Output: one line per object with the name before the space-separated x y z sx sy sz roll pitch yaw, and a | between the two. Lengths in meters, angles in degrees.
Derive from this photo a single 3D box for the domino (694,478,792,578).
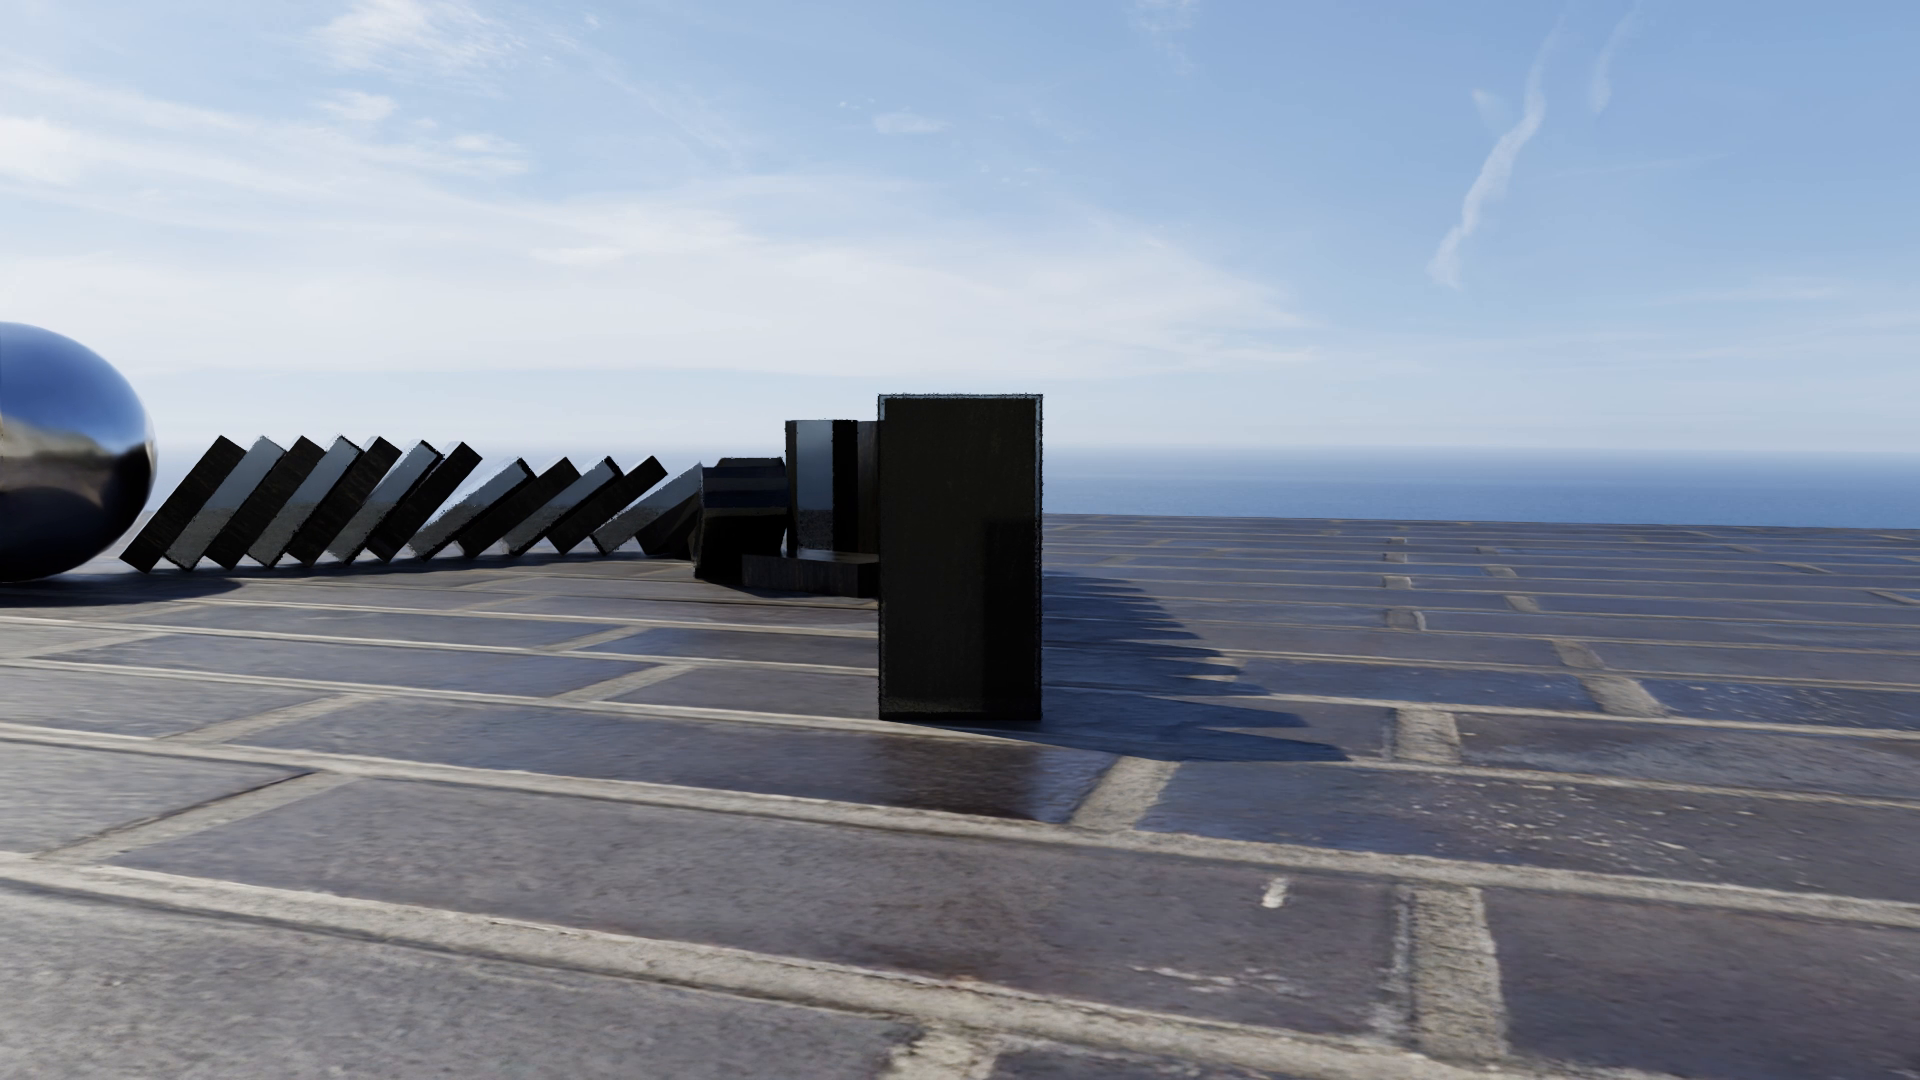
domino | -0.067 -0.003 0.391 0.025 0.010 0.050 -1 -25 -15

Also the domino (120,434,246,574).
domino | -0.262 -0.013 0.433 0.010 0.050 0.025 40 -16 -27

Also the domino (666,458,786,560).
domino | -0.085 -0.011 0.468 0.025 0.009 0.050 -4 -31 -42

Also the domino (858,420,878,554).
domino | -0.027 -0.014 0.426 0.010 0.050 0.025 -4 6 -44

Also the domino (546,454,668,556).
domino | -0.137 -0.014 0.498 0.050 0.009 0.025 -40 14 -13

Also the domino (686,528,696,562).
domino | -0.075 -0.008 0.451 0.025 0.009 0.050 -3 -25 -34

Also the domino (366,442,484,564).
domino | -0.198 -0.015 0.471 0.010 0.050 0.025 45 -19 -25

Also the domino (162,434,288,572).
domino | -0.251 -0.013 0.438 0.010 0.050 0.025 40 -16 -27

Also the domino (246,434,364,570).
domino | -0.229 -0.014 0.448 0.009 0.050 0.025 40 -16 -27

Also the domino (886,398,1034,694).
domino | 0.000 0.001 0.222 0.025 0.050 0.009 0 4 0

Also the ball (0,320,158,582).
ball | -0.293 -0.027 0.394 0.080 0.080 0.080 0 4 0

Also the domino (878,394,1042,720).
domino | 0.000 0.002 0.201 0.025 0.050 0.009 0 4 0

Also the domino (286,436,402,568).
domino | -0.220 -0.014 0.456 0.009 0.050 0.025 41 -17 -27

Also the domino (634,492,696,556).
domino | -0.097 -0.012 0.489 0.050 0.010 0.025 -32 -5 14

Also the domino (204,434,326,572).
domino | -0.240 -0.013 0.443 0.010 0.050 0.025 40 -16 -27

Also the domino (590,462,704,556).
domino | -0.119 -0.013 0.499 0.050 0.009 0.025 -35 10 -7

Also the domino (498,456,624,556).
domino | -0.155 -0.014 0.495 0.050 0.009 0.025 -42 20 -20

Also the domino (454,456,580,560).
domino | -0.169 -0.013 0.487 0.050 0.009 0.025 -42 21 -20

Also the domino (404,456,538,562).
domino | -0.184 -0.012 0.479 0.050 0.010 0.025 -42 23 -21

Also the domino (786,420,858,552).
domino | -0.044 -0.013 0.409 0.010 0.050 0.025 -4 6 -44

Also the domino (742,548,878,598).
domino | -0.039 0.009 0.379 0.050 0.009 0.025 4 6 41

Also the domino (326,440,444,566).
domino | -0.209 -0.014 0.463 0.010 0.050 0.025 43 -18 -26

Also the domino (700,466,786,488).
domino | -0.070 -0.007 0.408 0.025 0.010 0.050 -2 -27 -14
